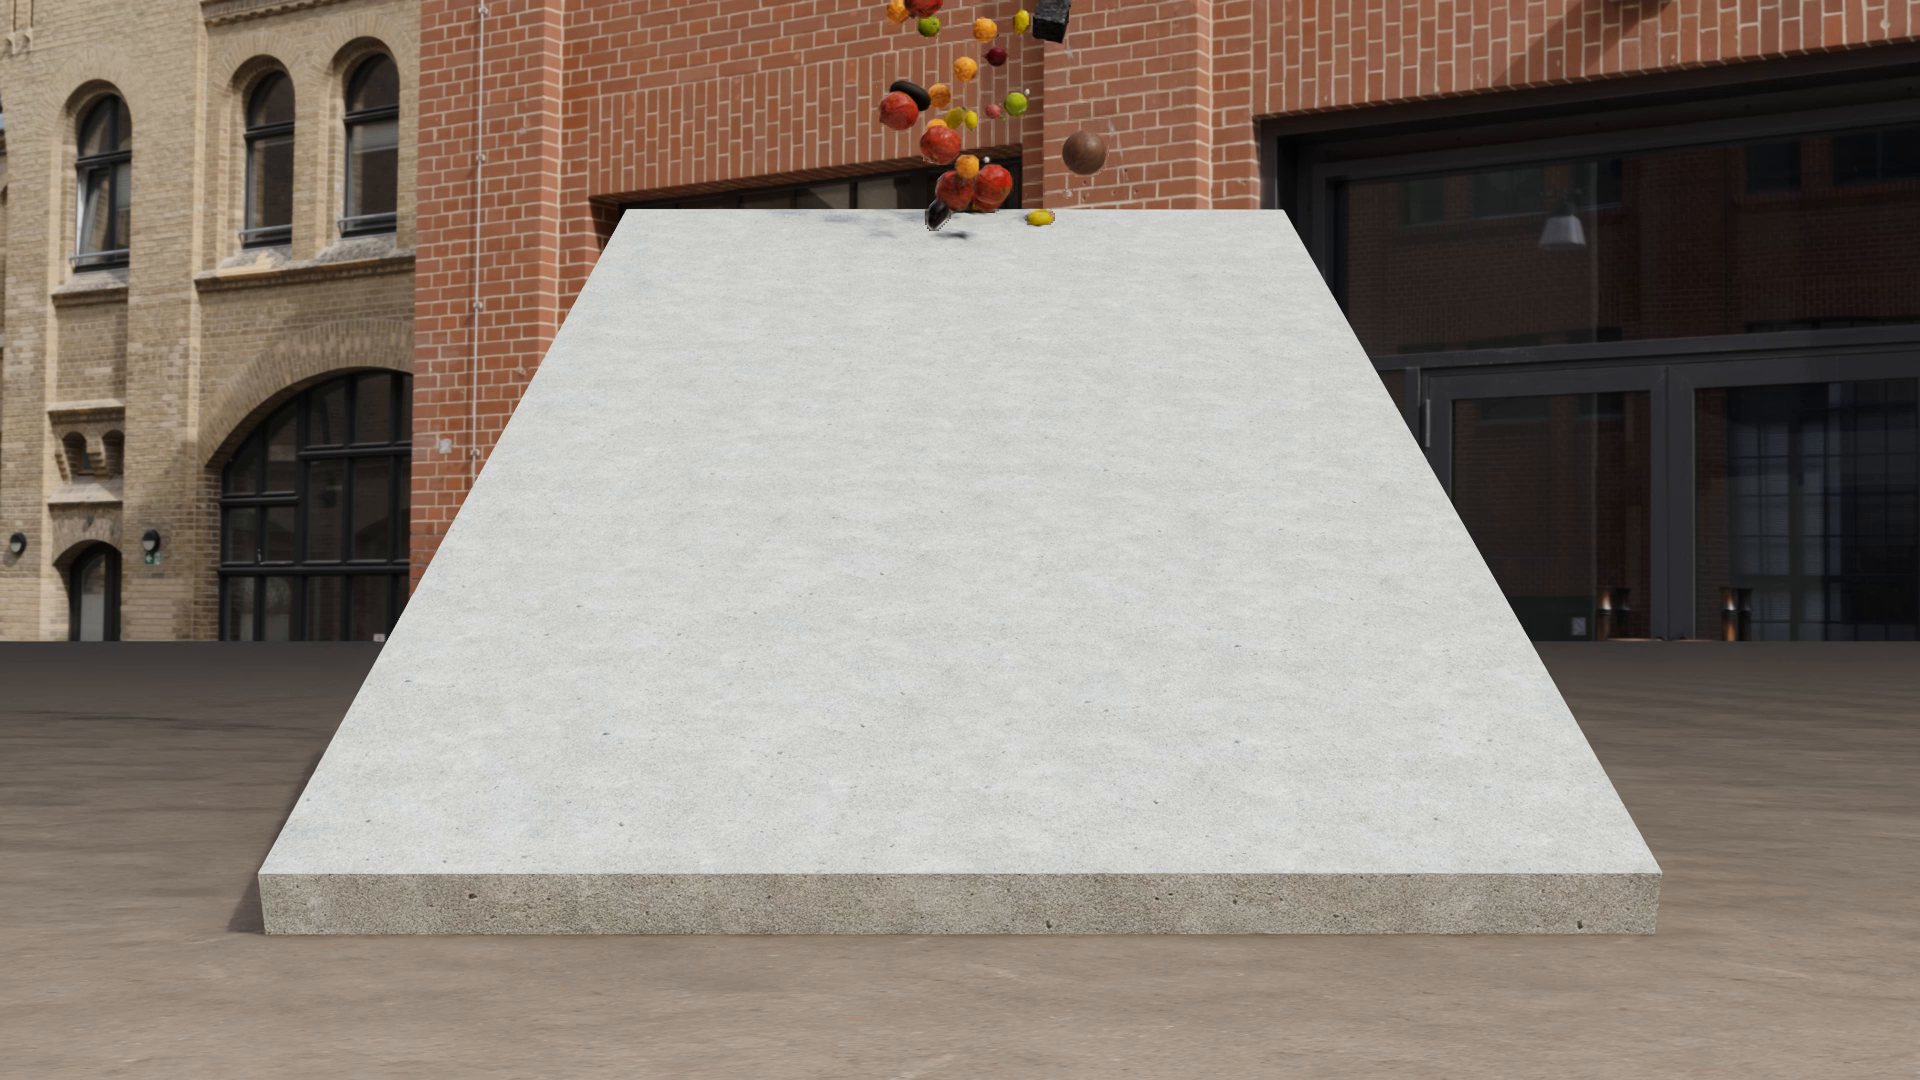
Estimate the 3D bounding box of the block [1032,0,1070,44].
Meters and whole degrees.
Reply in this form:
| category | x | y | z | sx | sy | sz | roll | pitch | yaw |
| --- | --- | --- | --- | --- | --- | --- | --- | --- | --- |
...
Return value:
| category | x | y | z | sx | sy | sz | roll | pitch | yaw |
| --- | --- | --- | --- | --- | --- | --- | --- | --- | --- |
| block | 0.269 | -1.535 | 6.747 | 0.091 | 0.091 | 0.091 | 13 | -25 | 5 |

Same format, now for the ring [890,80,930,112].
| category | x | y | z | sx | sy | sz | roll | pitch | yaw |
| --- | --- | --- | --- | --- | --- | --- | --- | --- | --- |
| ring | -0.143 | -1.276 | 6.591 | 0.125 | 0.042 | 0.125 | 22 | -13 | 5 |

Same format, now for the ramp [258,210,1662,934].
| category | x | y | z | sx | sy | sz | roll | pitch | yaw |
| --- | --- | --- | --- | --- | --- | --- | --- | --- | --- |
| ramp | -0.006 | -0.219 | 5.140 | 2.000 | 0.100 | 4.000 | 0 | 22 | 0 |

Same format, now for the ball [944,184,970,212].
| category | x | y | z | sx | sy | sz | roll | pitch | yaw |
| --- | --- | --- | --- | --- | --- | --- | --- | --- | --- |
| ball | -0.009 | -1.035 | 6.940 | 0.083 | 0.083 | 0.083 | 0 | -2 | 0 |
